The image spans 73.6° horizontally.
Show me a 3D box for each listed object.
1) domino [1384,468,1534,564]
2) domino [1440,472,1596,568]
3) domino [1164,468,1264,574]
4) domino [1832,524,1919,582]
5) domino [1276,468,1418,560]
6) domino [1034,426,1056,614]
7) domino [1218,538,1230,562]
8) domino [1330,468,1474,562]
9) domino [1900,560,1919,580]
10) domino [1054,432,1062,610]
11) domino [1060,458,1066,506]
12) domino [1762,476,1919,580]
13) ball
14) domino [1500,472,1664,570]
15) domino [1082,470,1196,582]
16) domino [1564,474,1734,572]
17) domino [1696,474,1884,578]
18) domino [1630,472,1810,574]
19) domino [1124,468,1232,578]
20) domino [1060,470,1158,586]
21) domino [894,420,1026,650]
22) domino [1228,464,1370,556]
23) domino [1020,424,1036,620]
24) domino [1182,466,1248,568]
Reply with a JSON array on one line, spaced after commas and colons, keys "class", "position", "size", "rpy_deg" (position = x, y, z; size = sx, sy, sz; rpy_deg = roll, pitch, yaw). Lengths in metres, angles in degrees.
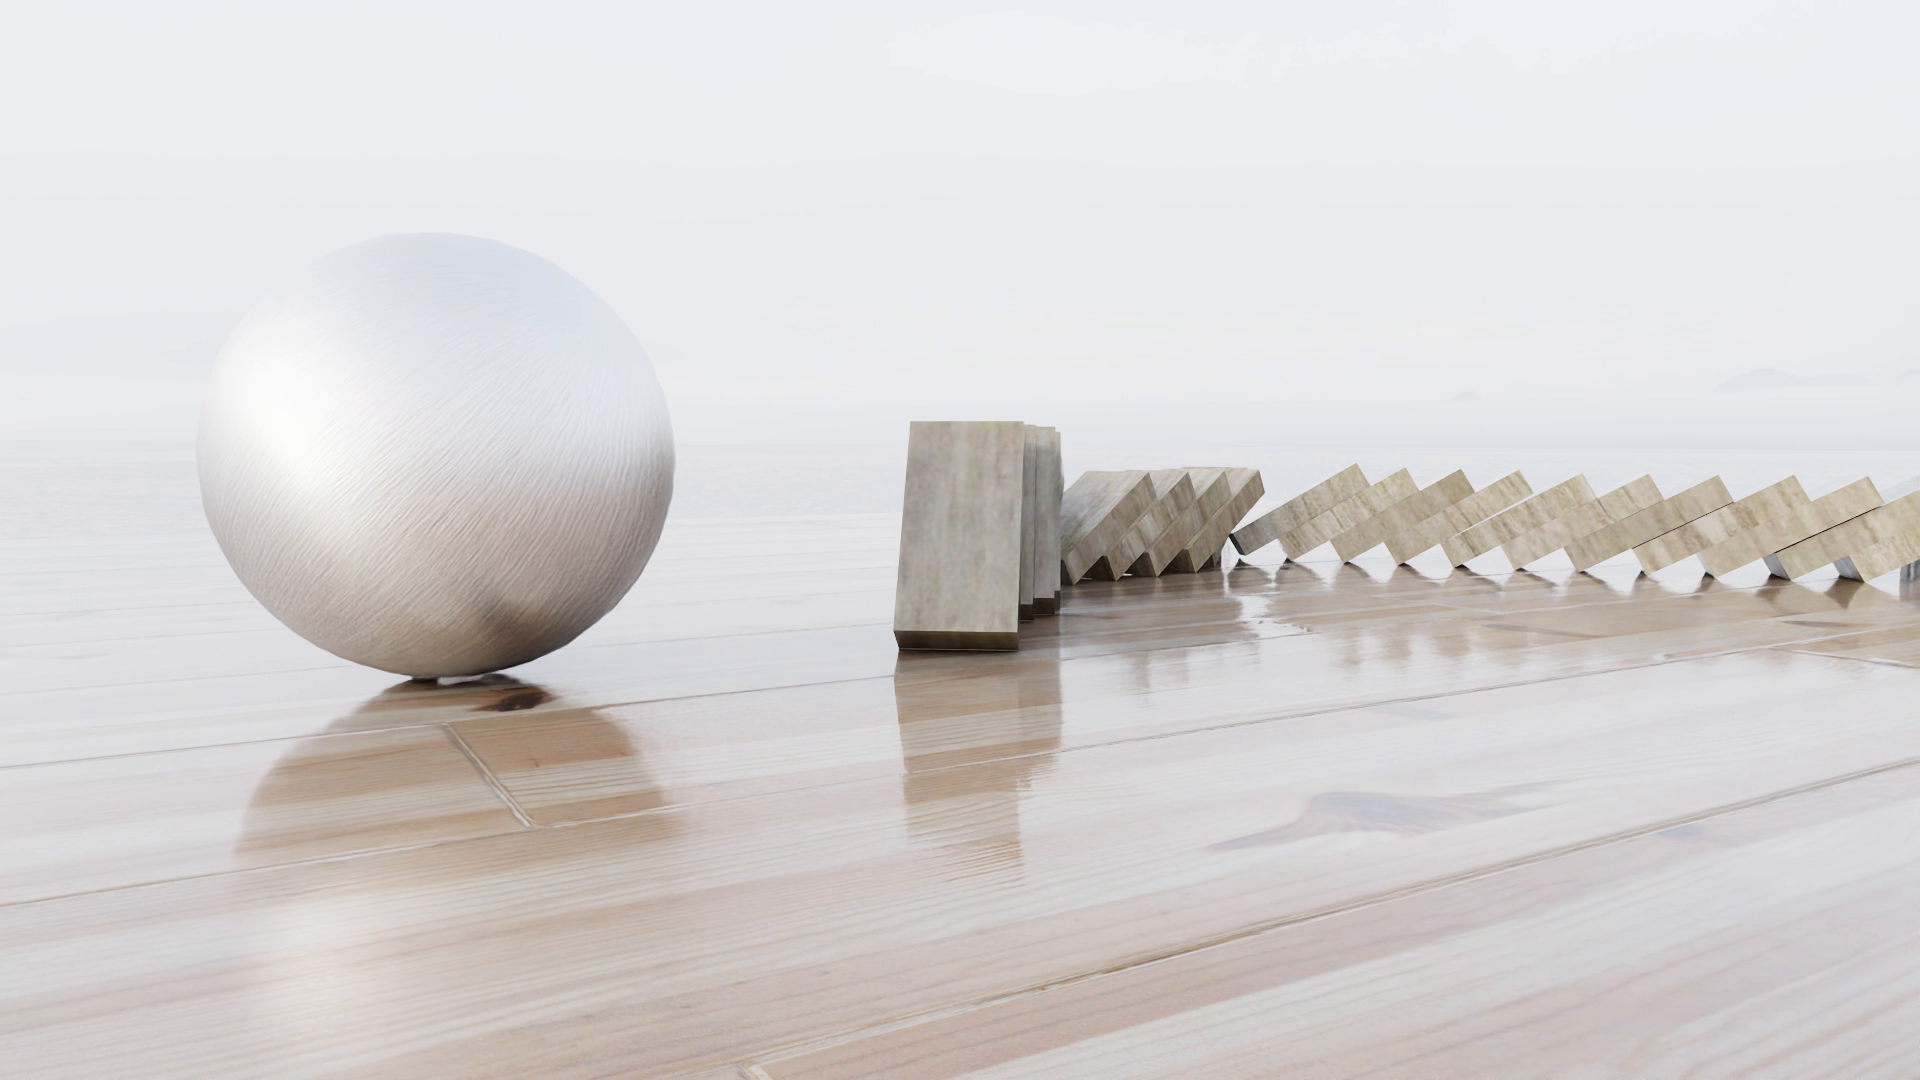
[{"class": "domino", "position": [0.175, -0.008, 0.452], "size": [0.050, 0.009, 0.025], "rpy_deg": [-31, -7, 19]}, {"class": "domino", "position": [0.192, -0.007, 0.442], "size": [0.050, 0.009, 0.025], "rpy_deg": [-31, -9, 23]}, {"class": "domino", "position": [0.082, -0.008, 0.443], "size": [0.025, 0.009, 0.050], "rpy_deg": [6, 37, 43]}, {"class": "domino", "position": [0.301, -0.004, 0.398], "size": [0.050, 0.009, 0.025], "rpy_deg": [-29, -6, 19]}, {"class": "domino", "position": [0.139, -0.010, 0.466], "size": [0.050, 0.009, 0.025], "rpy_deg": [-30, -3, 10]}, {"class": "domino", "position": [0.012, -0.006, 0.328], "size": [0.025, 0.050, 0.010], "rpy_deg": [0, -29, 4]}, {"class": "domino", "position": [0.089, 0.001, 0.490], "size": [0.025, 0.010, 0.050], "rpy_deg": [1, 4, 15]}, {"class": "domino", "position": [0.157, -0.009, 0.459], "size": [0.050, 0.009, 0.025], "rpy_deg": [-31, -5, 16]}, {"class": "domino", "position": [0.323, 0.008, 0.394], "size": [0.050, 0.010, 0.025], "rpy_deg": [1, 4, 17]}, {"class": "domino", "position": [0.014, -0.006, 0.341], "size": [0.025, 0.050, 0.009], "rpy_deg": [0, -32, 4]}, {"class": "domino", "position": [0.017, -0.006, 0.392], "size": [0.025, 0.010, 0.050], "rpy_deg": [0, 41, 13]}, {"class": "domino", "position": [0.282, -0.004, 0.404], "size": [0.050, 0.010, 0.025], "rpy_deg": [-29, -6, 19]}, {"class": "ball", "position": [-0.093, -0.015, 0.233], "size": [0.080, 0.080, 0.080], "rpy_deg": [0, 4, 0]}, {"class": "domino", "position": [0.209, -0.006, 0.434], "size": [0.050, 0.010, 0.025], "rpy_deg": [-30, -9, 23]}, {"class": "domino", "position": [0.053, -0.006, 0.418], "size": [0.025, 0.010, 0.050], "rpy_deg": [5, 37, 44]}, {"class": "domino", "position": [0.227, -0.006, 0.425], "size": [0.050, 0.009, 0.025], "rpy_deg": [-30, -9, 24]}, {"class": "domino", "position": [0.262, -0.005, 0.409], "size": [0.050, 0.010, 0.025], "rpy_deg": [-30, -8, 23]}, {"class": "domino", "position": [0.245, -0.005, 0.416], "size": [0.050, 0.010, 0.025], "rpy_deg": [-30, -8, 23]}, {"class": "domino", "position": [0.067, -0.007, 0.431], "size": [0.025, 0.009, 0.050], "rpy_deg": [5, 37, 43]}, {"class": "domino", "position": [0.038, -0.005, 0.406], "size": [0.025, 0.010, 0.050], "rpy_deg": [4, 36, 43]}, {"class": "domino", "position": [0.001, -0.002, 0.273], "size": [0.025, 0.050, 0.010], "rpy_deg": [0, -28, 6]}, {"class": "domino", "position": [0.123, -0.011, 0.471], "size": [0.050, 0.010, 0.025], "rpy_deg": [-30, -3, 6]}, {"class": "domino", "position": [0.006, -0.005, 0.317], "size": [0.025, 0.050, 0.010], "rpy_deg": [0, -28, 5]}, {"class": "domino", "position": [0.086, -0.009, 0.465], "size": [0.025, 0.010, 0.050], "rpy_deg": [2, 36, 29]}]
